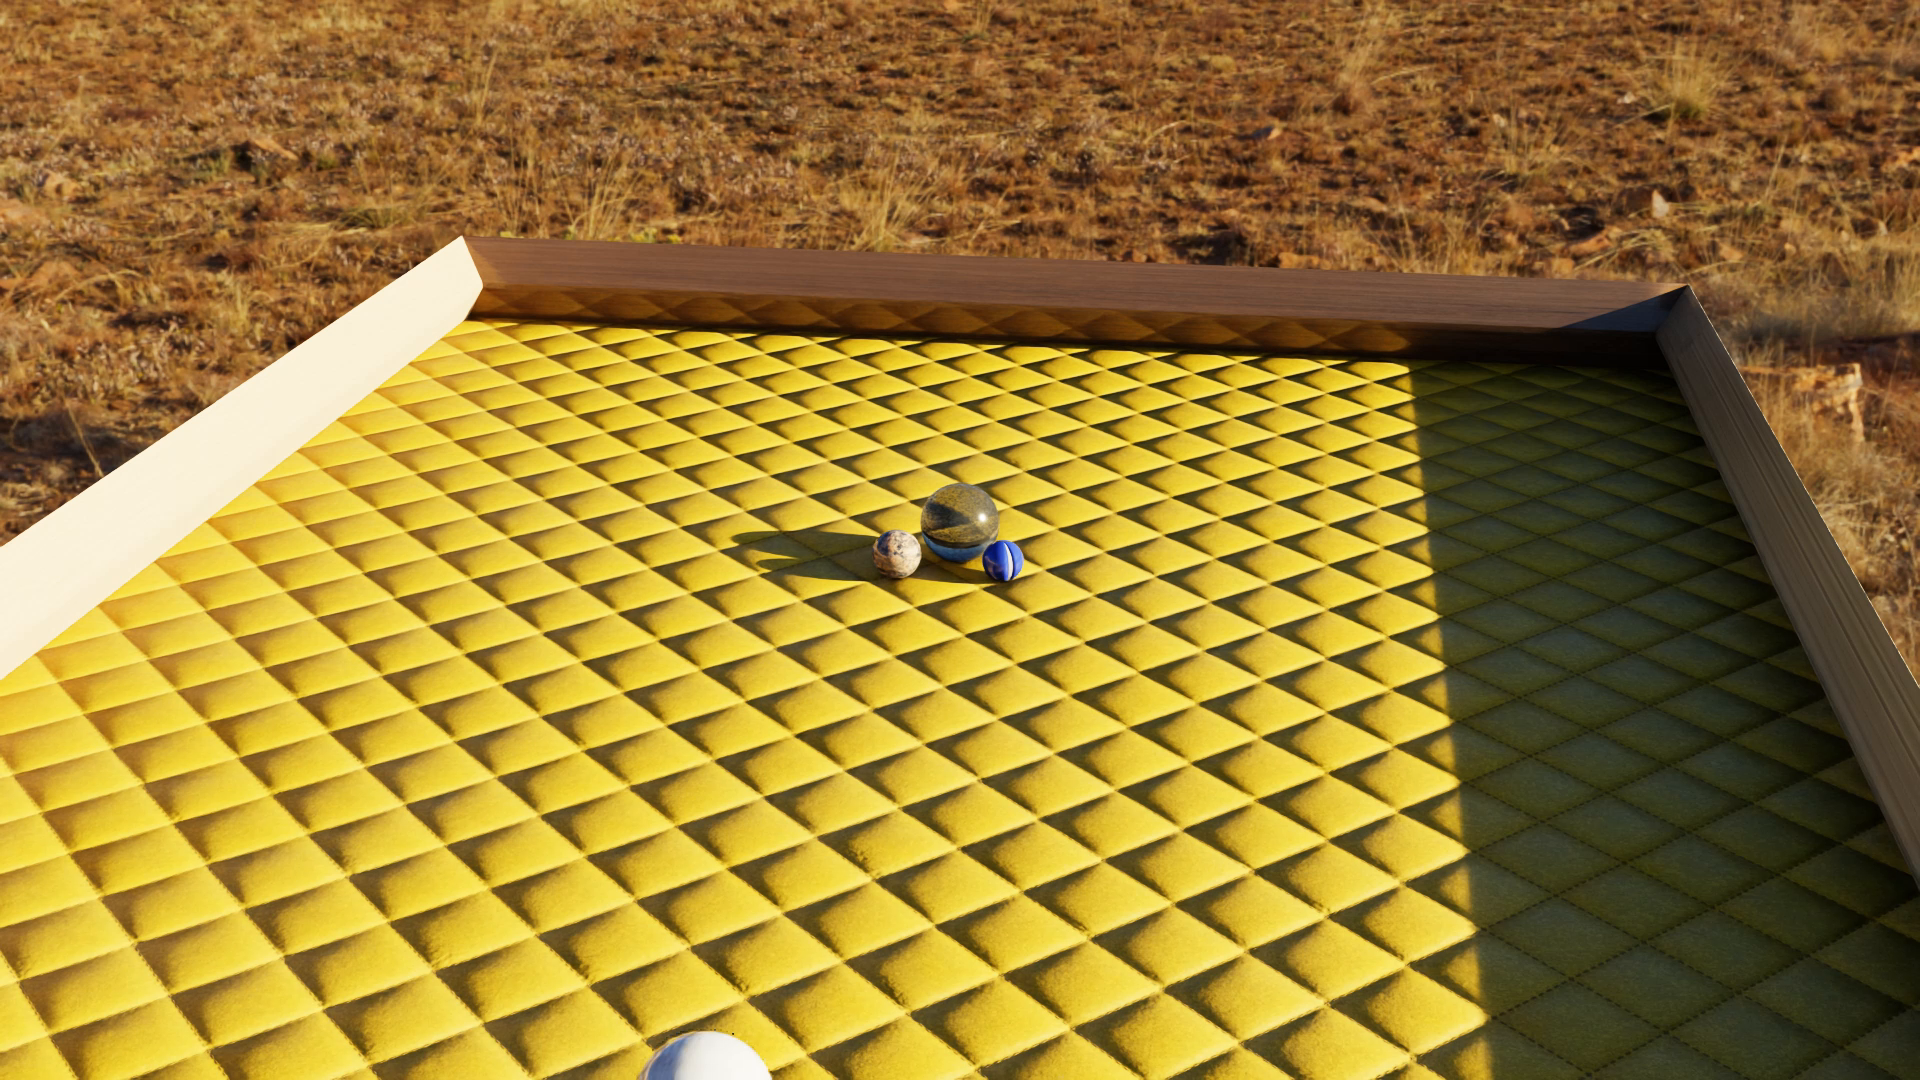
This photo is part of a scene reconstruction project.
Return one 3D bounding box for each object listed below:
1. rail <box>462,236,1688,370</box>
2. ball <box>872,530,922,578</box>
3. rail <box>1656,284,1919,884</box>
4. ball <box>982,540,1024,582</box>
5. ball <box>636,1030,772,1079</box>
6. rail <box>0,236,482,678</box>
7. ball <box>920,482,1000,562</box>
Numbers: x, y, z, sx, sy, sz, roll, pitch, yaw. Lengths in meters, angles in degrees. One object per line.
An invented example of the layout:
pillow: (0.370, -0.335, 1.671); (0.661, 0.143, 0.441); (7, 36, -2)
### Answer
rail: (0.130, -0.345, 3.227); (1.811, 0.126, 0.045); (3, 22, 8)
ball: (-0.070, 0.015, 2.434); (0.055, 0.055, 0.055); (0, 22, 0)
rail: (0.738, 0.344, 1.523); (0.045, 0.126, 3.495); (3, 22, 8)
ball: (0.047, 0.023, 2.427); (0.046, 0.046, 0.046); (0, 22, 0)
ball: (-0.172, 0.379, 1.478); (0.097, 0.097, 0.097); (0, 22, 0)
rail: (-1.005, 0.243, 1.772); (0.045, 0.126, 3.495); (3, 22, 8)
ball: (0.000, -0.019, 2.473); (0.090, 0.090, 0.090); (0, 22, 0)
